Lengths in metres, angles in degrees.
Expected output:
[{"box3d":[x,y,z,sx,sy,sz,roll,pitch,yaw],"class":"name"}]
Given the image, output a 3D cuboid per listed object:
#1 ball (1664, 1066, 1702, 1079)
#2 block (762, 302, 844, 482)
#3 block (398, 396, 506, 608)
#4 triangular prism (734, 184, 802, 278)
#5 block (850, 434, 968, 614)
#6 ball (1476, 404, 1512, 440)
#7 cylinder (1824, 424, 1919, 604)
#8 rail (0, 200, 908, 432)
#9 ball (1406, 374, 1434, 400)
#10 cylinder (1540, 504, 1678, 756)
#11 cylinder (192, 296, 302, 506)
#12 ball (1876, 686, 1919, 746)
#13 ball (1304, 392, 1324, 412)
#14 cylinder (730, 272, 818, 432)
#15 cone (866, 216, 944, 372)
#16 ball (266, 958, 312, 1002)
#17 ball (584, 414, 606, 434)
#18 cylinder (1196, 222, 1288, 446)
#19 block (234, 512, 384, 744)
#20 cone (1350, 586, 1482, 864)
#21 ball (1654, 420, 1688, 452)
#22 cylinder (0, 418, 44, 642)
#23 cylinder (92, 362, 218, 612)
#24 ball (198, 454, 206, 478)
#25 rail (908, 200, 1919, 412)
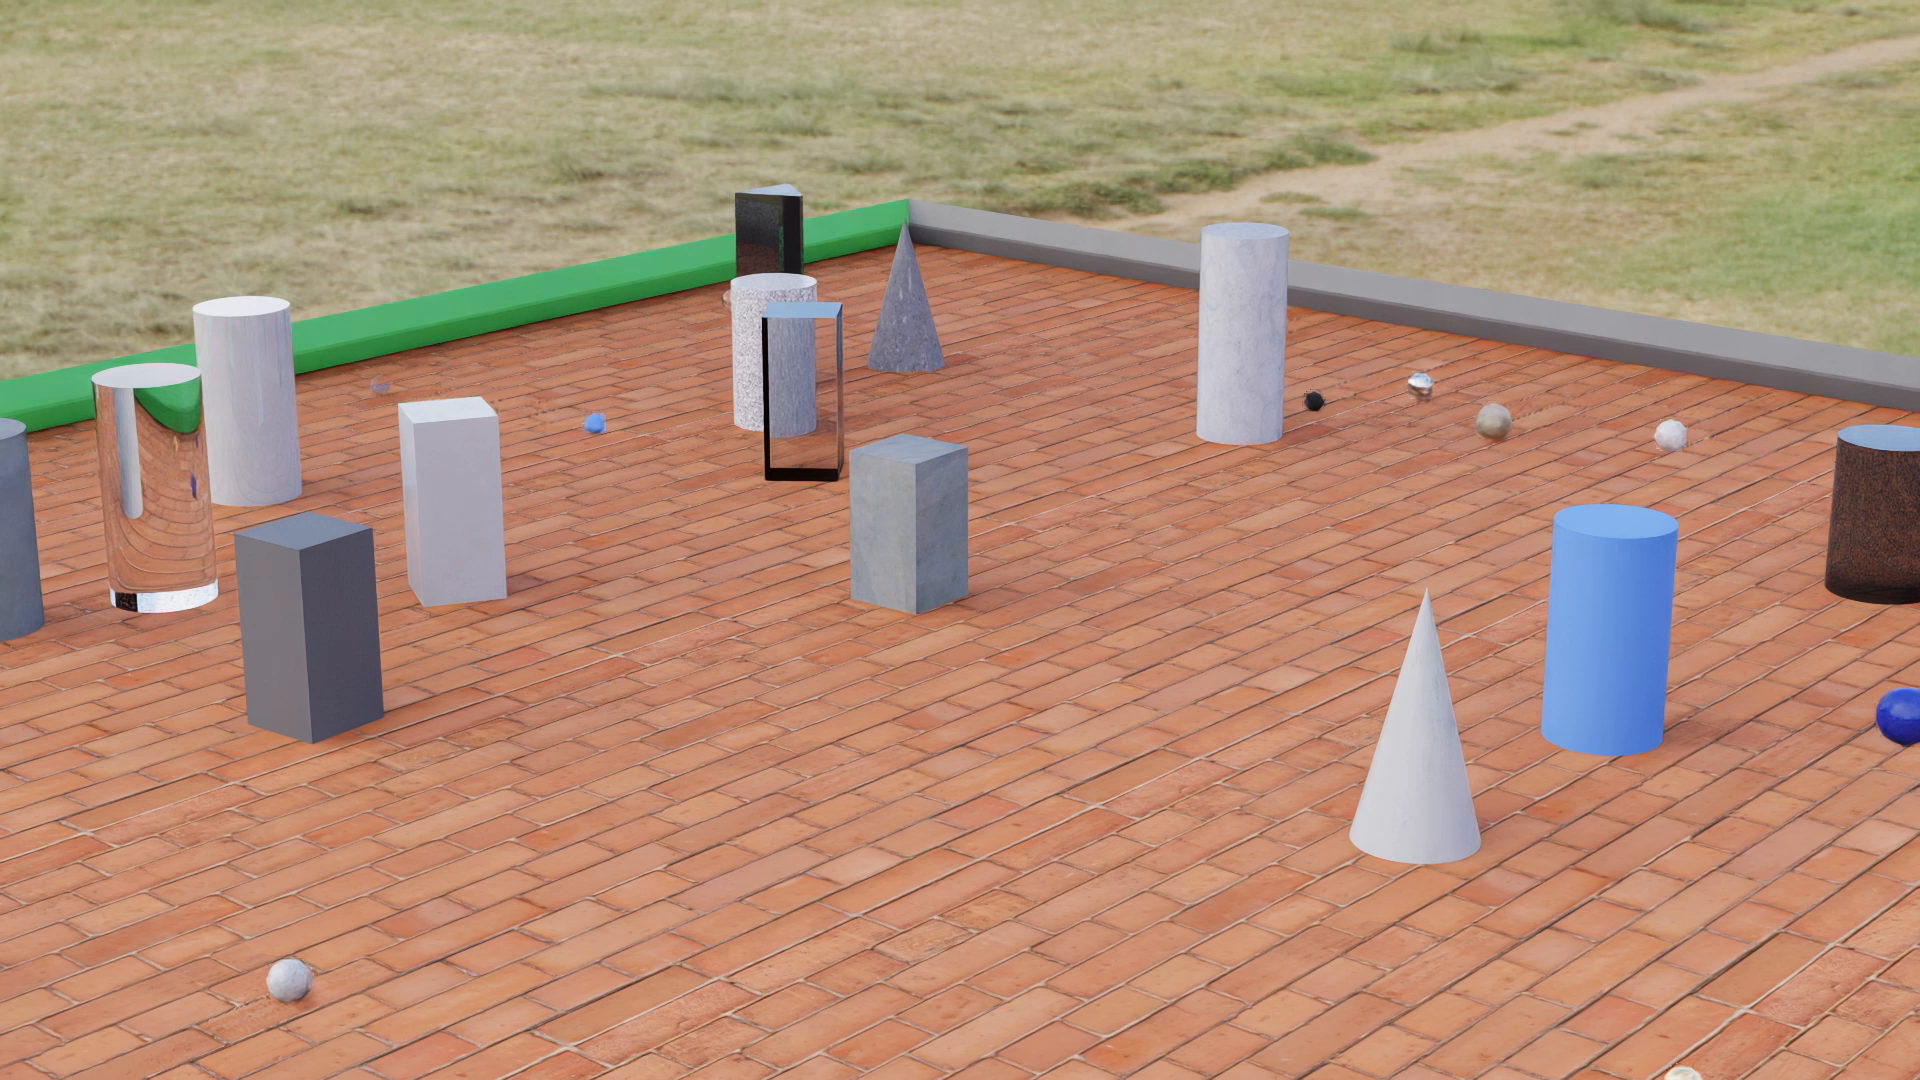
[{"box3d":[0.816,0.617,3.310,0.046,0.046,0.046,0,17,0],"class":"ball"},{"box3d":[-0.311,-0.296,5.830,0.145,0.331,0.145,1,17,3],"class":"block"},{"box3d":[-0.880,-0.068,5.084,0.145,0.327,0.145,-6,18,-20],"class":"block"},{"box3d":[-0.406,-0.576,6.586,0.157,0.429,0.136,5,17,15],"class":"triangular prism"},{"box3d":[-0.088,-0.029,5.062,0.145,0.266,0.145,13,21,36],"class":"block"},{"box3d":[1.112,-0.246,6.110,0.075,0.075,0.075,0,17,0],"class":"ball"},{"box3d":[1.610,-0.046,5.103,0.181,0.274,0.181,0,17,0],"class":"cylinder"},{"box3d":[-1.637,-0.383,6.482,0.045,0.118,4.606,14,22,39],"class":"rail"},{"box3d":[1.010,-0.338,6.441,0.058,0.058,0.058,0,17,0],"class":"ball"},{"box3d":[0.974,0.134,4.402,0.181,0.338,0.181,0,17,0],"class":"cylinder"},{"box3d":[-1.376,-0.269,5.669,0.181,0.373,0.181,0,17,0],"class":"cylinder"},{"box3d":[1.421,0.264,4.403,0.088,0.088,0.088,0,17,0],"class":"ball"},{"box3d":[0.766,-0.299,6.341,0.041,0.041,0.041,0,17,0],"class":"ball"},{"box3d":[-0.392,-0.399,6.218,0.181,0.303,0.181,0,17,0],"class":"cylinder"},{"box3d":[-0.125,-0.572,6.720,0.181,0.344,0.181,0,17,0],"class":"cone"},{"box3d":[-0.815,0.536,3.565,0.053,0.053,0.053,0,17,0],"class":"ball"},{"box3d":[-0.767,-0.244,6.157,0.042,0.042,0.042,0,17,0],"class":"ball"},{"box3d":[0.587,-0.430,6.098,0.181,0.433,0.181,0,17,0],"class":"cylinder"},{"box3d":[-0.990,0.132,4.463,0.145,0.306,0.145,12,21,35],"class":"block"},{"box3d":[0.630,0.238,4.009,0.181,0.366,0.181,0,17,0],"class":"cone"},{"box3d":[1.460,-0.214,6.020,0.065,0.065,0.065,0,17,0],"class":"ball"},{"box3d":[-1.637,-0.017,4.893,0.181,0.341,0.181,0,17,0],"class":"cylinder"},{"box3d":[-1.383,-0.091,5.043,0.181,0.395,0.181,0,17,0],"class":"cylinder"},{"box3d":[-1.472,-0.148,5.794,0.063,0.063,0.063,0,17,0],"class":"ball"},{"box3d":[1.494,-0.470,6.769,4.384,0.118,0.045,14,22,39],"class":"rail"}]
